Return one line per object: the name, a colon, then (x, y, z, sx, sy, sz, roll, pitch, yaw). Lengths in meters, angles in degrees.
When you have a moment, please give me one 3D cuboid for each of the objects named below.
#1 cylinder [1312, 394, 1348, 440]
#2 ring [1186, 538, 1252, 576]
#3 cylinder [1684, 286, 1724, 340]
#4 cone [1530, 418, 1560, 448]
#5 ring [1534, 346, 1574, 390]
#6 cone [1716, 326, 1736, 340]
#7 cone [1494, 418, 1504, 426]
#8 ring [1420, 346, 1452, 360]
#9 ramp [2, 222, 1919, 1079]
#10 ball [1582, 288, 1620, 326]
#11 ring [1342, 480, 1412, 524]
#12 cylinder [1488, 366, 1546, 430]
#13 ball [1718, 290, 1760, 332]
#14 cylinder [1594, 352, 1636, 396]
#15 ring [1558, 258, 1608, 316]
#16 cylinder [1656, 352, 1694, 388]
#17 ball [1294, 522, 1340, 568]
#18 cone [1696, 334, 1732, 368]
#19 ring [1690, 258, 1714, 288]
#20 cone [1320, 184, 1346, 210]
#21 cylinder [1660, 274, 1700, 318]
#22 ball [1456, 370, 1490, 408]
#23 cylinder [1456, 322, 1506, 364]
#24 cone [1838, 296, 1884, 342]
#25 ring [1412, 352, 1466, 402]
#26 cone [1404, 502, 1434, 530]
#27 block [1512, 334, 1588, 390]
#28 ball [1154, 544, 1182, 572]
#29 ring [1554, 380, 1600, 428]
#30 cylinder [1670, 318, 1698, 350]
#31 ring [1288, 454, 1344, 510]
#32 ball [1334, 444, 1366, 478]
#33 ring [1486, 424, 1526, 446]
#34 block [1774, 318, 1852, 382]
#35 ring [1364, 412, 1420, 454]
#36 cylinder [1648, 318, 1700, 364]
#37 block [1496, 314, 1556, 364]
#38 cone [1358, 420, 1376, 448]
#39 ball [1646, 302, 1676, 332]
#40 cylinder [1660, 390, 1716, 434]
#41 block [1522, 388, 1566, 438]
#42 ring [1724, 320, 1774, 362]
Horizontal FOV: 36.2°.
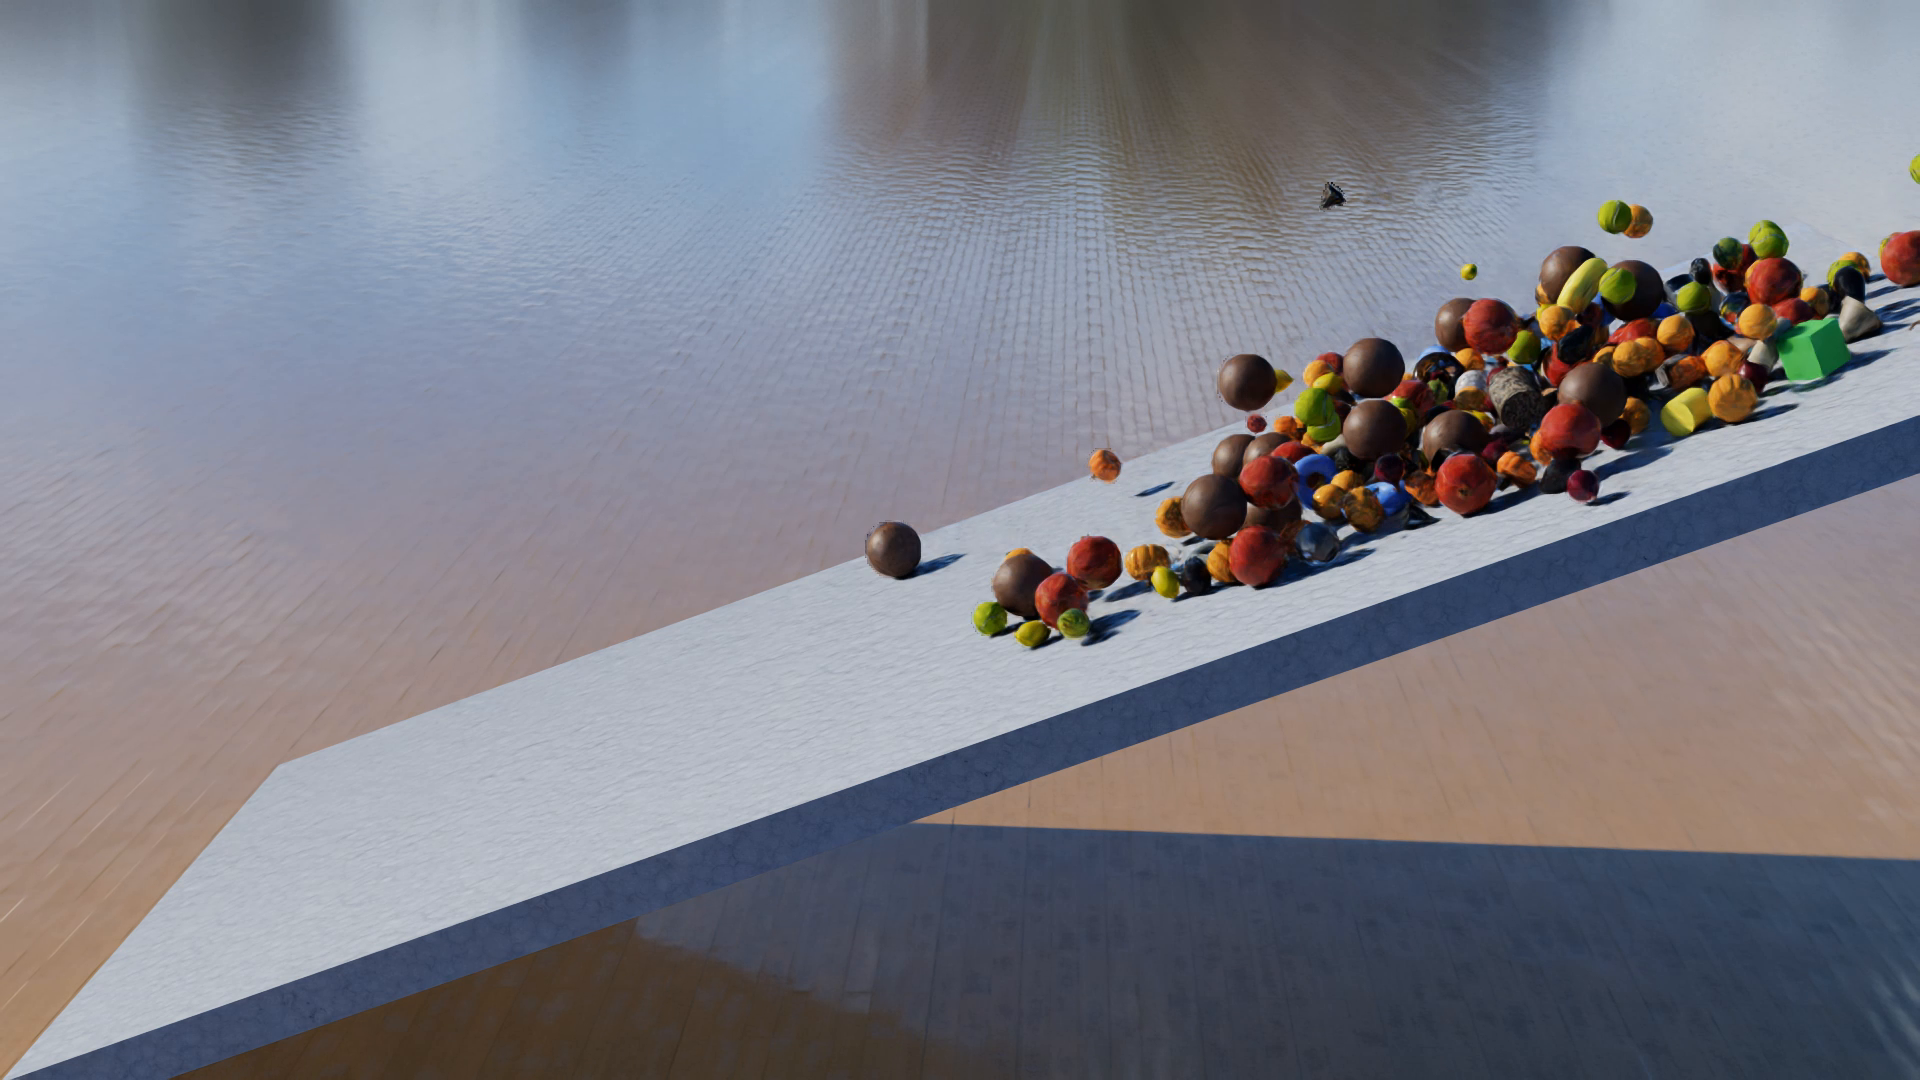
cylinder: (0.791, -0.262, 6.298, 0.070, 0.070, 0.070, 0, 40, -1)
ring: (0.517, 0.033, 5.880, 0.139, 0.046, 0.139, -19, 12, 4)
cylinder: (1.550, -0.471, 6.121, 0.082, 0.082, 0.082, 3, 42, 13)
cone: (1.165, -0.205, 5.880, 0.060, 0.060, 0.060, 1, -15, 3)
ring: (1.258, -0.361, 6.226, 0.033, 0.098, 0.098, 5, 6, -43)
cone: (1.605, -0.482, 6.217, 0.092, 0.092, 0.092, -20, 11, 4)
cone: (1.122, -0.223, 6.047, 0.054, 0.054, 0.054, 1, -15, 5)
ring: (1.091, -0.398, 6.736, 0.032, 0.097, 0.097, -6, 13, -43)
ramp: (0.117, 0.176, 6.296, 4.000, 0.100, 2.000, -20, 12, 7)
ball: (1.421, -0.516, 6.521, 0.085, 0.085, 0.085, 0, 13, 0)
ring: (0.828, -0.076, 5.832, 0.145, 0.048, 0.145, -21, 12, 5)
cylinder: (1.114, -0.283, 5.882, 0.094, 0.094, 0.094, -2, 35, -8)
ball: (1.582, -0.465, 5.977, 0.081, 0.081, 0.081, 0, 13, 0)
cylinder: (1.351, -0.343, 6.066, 0.074, 0.074, 0.074, 1, 15, 5)
ring: (1.284, -0.522, 6.062, 0.046, 0.138, 0.138, 39, 29, 19)
cylinder: (1.447, -0.344, 5.956, 0.054, 0.054, 0.054, -26, 23, -22)
ball: (0.680, 0.009, 5.603, 0.086, 0.086, 0.086, 0, 13, 0)
cone: (1.516, -0.379, 5.898, 0.071, 0.071, 0.071, 5, 14, 15)
ring: (1.623, -0.552, 6.431, 0.044, 0.131, 0.131, -4, 11, 19)
cone: (0.816, -0.749, 6.515, 0.053, 0.053, 0.053, 34, 27, -20)
cylinder: (1.556, -0.510, 6.300, 0.085, 0.085, 0.085, -5, 48, -20)
ball: (1.119, -0.329, 6.397, 0.082, 0.082, 0.082, 0, 13, 0)
cylinder: (1.207, -0.457, 6.800, 0.093, 0.093, 0.093, -4, 7, -15)
cone: (1.741, -0.410, 5.768, 0.096, 0.096, 0.096, 42, 0, 0)
ring: (1.072, -0.363, 6.570, 0.121, 0.121, 0.040, 0, -22, 1)
cone: (0.883, -0.044, 5.641, 0.056, 0.056, 0.056, 6, 13, -2)
block: (1.228, -0.363, 6.122, 0.095, 0.095, 0.095, -29, 10, -9)
ball: (0.425, 0.037, 6.000, 0.056, 0.056, 0.056, 0, 13, 0)
ring: (1.236, -0.271, 5.898, 0.098, 0.098, 0.033, -3, -8, -11)
cylinder: (1.530, -0.434, 6.175, 0.054, 0.054, 0.054, 38, 18, 3)
ring: (0.733, -0.119, 6.045, 0.116, 0.116, 0.039, 0, -5, -1)
ball: (0.799, -0.162, 6.019, 0.066, 0.066, 0.066, 0, 13, 0)
ring: (1.102, -0.215, 5.931, 0.086, 0.029, 0.086, -16, -18, -5)
block: (1.631, -0.364, 5.626, 0.087, 0.087, 0.087, -31, 14, -29)
ring: (0.902, -0.223, 6.139, 0.124, 0.041, 0.124, 20, -25, 10)
cylinder: (1.482, -0.408, 6.097, 0.076, 0.076, 0.076, -39, 29, -20)
block: (1.217, -0.425, 6.325, 0.077, 0.077, 0.077, 37, 42, 24)
cone: (0.891, -0.242, 6.340, 0.067, 0.067, 0.067, 2, -16, 8)
ball: (1.481, -0.472, 6.210, 0.062, 0.062, 0.062, 0, 13, 0)
cylinder: (1.376, -0.242, 5.562, 0.073, 0.073, 0.073, -13, 19, -42)
block: (1.176, -0.257, 5.978, 0.076, 0.076, 0.076, -28, 13, -29)
ring: (1.615, -0.403, 5.947, 0.144, 0.048, 0.144, -22, 12, 5)
